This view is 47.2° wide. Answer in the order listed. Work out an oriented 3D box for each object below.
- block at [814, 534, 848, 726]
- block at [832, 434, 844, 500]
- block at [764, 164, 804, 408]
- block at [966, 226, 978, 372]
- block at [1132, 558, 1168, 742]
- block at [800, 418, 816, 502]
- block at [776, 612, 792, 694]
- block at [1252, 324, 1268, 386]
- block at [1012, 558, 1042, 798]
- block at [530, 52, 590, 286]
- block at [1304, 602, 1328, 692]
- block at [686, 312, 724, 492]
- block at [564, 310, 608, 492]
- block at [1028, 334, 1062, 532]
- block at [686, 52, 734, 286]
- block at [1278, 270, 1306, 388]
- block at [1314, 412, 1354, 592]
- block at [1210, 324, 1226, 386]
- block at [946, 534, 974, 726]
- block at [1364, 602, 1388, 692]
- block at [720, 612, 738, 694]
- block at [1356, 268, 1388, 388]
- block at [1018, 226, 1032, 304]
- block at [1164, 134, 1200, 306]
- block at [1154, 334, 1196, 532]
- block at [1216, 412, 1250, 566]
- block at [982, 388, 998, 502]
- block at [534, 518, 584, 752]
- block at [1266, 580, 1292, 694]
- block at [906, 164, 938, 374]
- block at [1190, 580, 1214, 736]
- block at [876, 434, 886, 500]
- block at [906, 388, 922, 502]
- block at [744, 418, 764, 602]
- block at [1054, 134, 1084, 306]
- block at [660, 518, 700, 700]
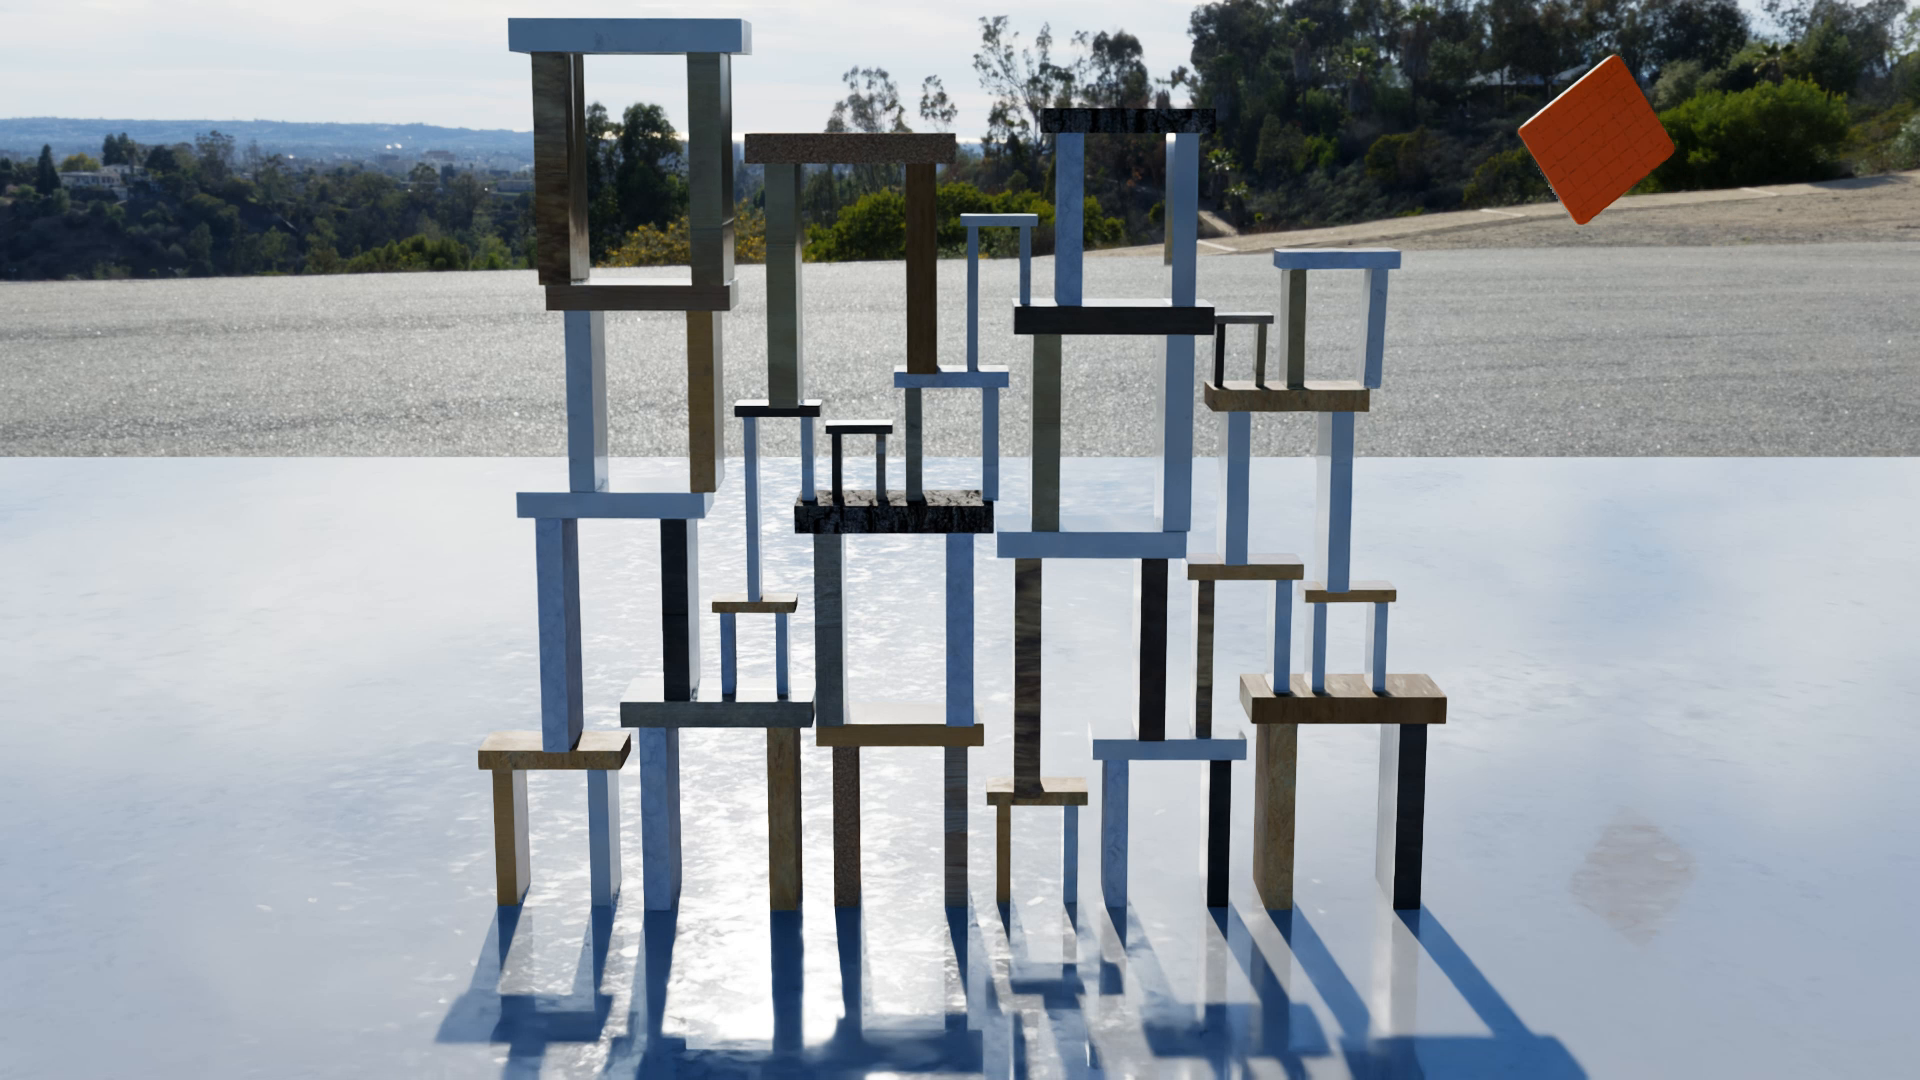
[{"bbox_3d":[-0.210,0.131,3.580,0.045,0.315,0.158,0,11,0],"label":"block"},{"bbox_3d":[-0.197,-0.121,3.537,0.015,0.106,0.053,0,11,-1],"label":"block"},{"bbox_3d":[-0.278,-0.407,3.488,0.046,0.377,0.162,0,11,-1],"label":"block"},{"bbox_3d":[0.020,-0.384,3.486,0.017,0.226,0.060,0,11,0],"label":"block"},{"bbox_3d":[0.309,0.163,3.587,0.043,0.301,0.150,0,11,0],"label":"block"},{"bbox_3d":[-0.243,-0.135,3.532,0.019,0.135,0.067,0,11,0],"label":"block"},{"bbox_3d":[-0.289,0.178,3.597,0.019,0.134,0.067,0,10,0],"label":"block"},{"bbox_3d":[0.477,-0.297,3.506,0.014,0.099,0.050,1,11,0],"label":"block"},{"bbox_3d":[0.108,0.210,3.596,0.043,0.396,0.150,0,11,0],"label":"block"},{"bbox_3d":[-0.625,-0.583,3.450,0.050,0.353,0.176,0,11,0],"label":"block"},{"bbox_3d":[0.579,0.167,3.585,0.021,0.148,0.074,0,11,-1],"label":"block"},{"bbox_3d":[-0.406,-0.229,3.517,0.041,0.286,0.143,0,11,0],"label":"block"},{"bbox_3d":[-0.597,-0.230,3.517,0.041,0.286,0.143,0,11,0],"label":"block"},{"bbox_3d":[0.136,-0.181,3.529,0.044,0.311,0.156,0,11,0],"label":"block"},{"bbox_3d":[-0.390,-0.583,3.451,0.050,0.353,0.176,0,11,0],"label":"block"},{"bbox_3d":[0.528,-0.339,3.492,0.027,0.187,0.094,0,11,0],"label":"block"},{"bbox_3d":[0.603,-0.070,3.547,0.035,0.291,0.123,0,10,-1],"label":"block"},{"bbox_3d":[0.411,-0.297,3.506,0.014,0.099,0.050,1,11,0],"label":"block"},{"bbox_3d":[0.000,0.130,3.582,0.045,0.315,0.158,0,11,0],"label":"block"},{"bbox_3d":[0.678,0.167,3.586,0.021,0.148,0.074,0,11,0],"label":"block"},{"bbox_3d":[-0.378,0.178,3.597,0.019,0.134,0.067,0,11,0],"label":"block"},{"bbox_3d":[0.655,-0.339,3.491,0.027,0.187,0.094,3,10,3],"label":"block"},{"bbox_3d":[0.102,-0.435,3.473,0.017,0.121,0.060,0,11,0],"label":"block"},{"bbox_3d":[0.348,-0.506,3.465,0.037,0.265,0.132,0,11,0],"label":"block"},{"bbox_3d":[0.344,-0.181,3.530,0.044,0.311,0.156,0,11,0],"label":"block"},{"bbox_3d":[0.440,-0.092,3.544,0.035,0.247,0.123,0,11,0],"label":"block"},{"bbox_3d":[0.048,-0.160,3.537,0.026,0.182,0.091,0,11,0],"label":"block"},{"bbox_3d":[-0.653,0.141,3.590,0.042,0.384,0.148,0,11,0],"label":"block"},{"bbox_3d":[0.519,0.148,3.583,0.026,0.186,0.093,0,10,0],"label":"block"},{"bbox_3d":[-0.060,-0.433,3.483,0.046,0.324,0.162,0,11,0],"label":"block"},{"bbox_3d":[0.395,0.183,3.590,0.026,0.259,0.093,0,11,0],"label":"block"},{"bbox_3d":[-0.127,-0.121,3.539,0.015,0.106,0.053,0,11,0],"label":"block"},{"bbox_3d":[-0.074,-0.159,3.536,0.026,0.182,0.091,0,11,0],"label":"block"},{"bbox_3d":[-0.333,-0.053,3.547,0.019,0.300,0.068,0,10,0],"label":"block"},{"bbox_3d":[0.172,-0.507,3.464,0.037,0.265,0.132,0,11,0],"label":"block"},{"bbox_3d":[-0.455,0.098,3.582,0.042,0.297,0.149,0,11,0],"label":"block"}]
